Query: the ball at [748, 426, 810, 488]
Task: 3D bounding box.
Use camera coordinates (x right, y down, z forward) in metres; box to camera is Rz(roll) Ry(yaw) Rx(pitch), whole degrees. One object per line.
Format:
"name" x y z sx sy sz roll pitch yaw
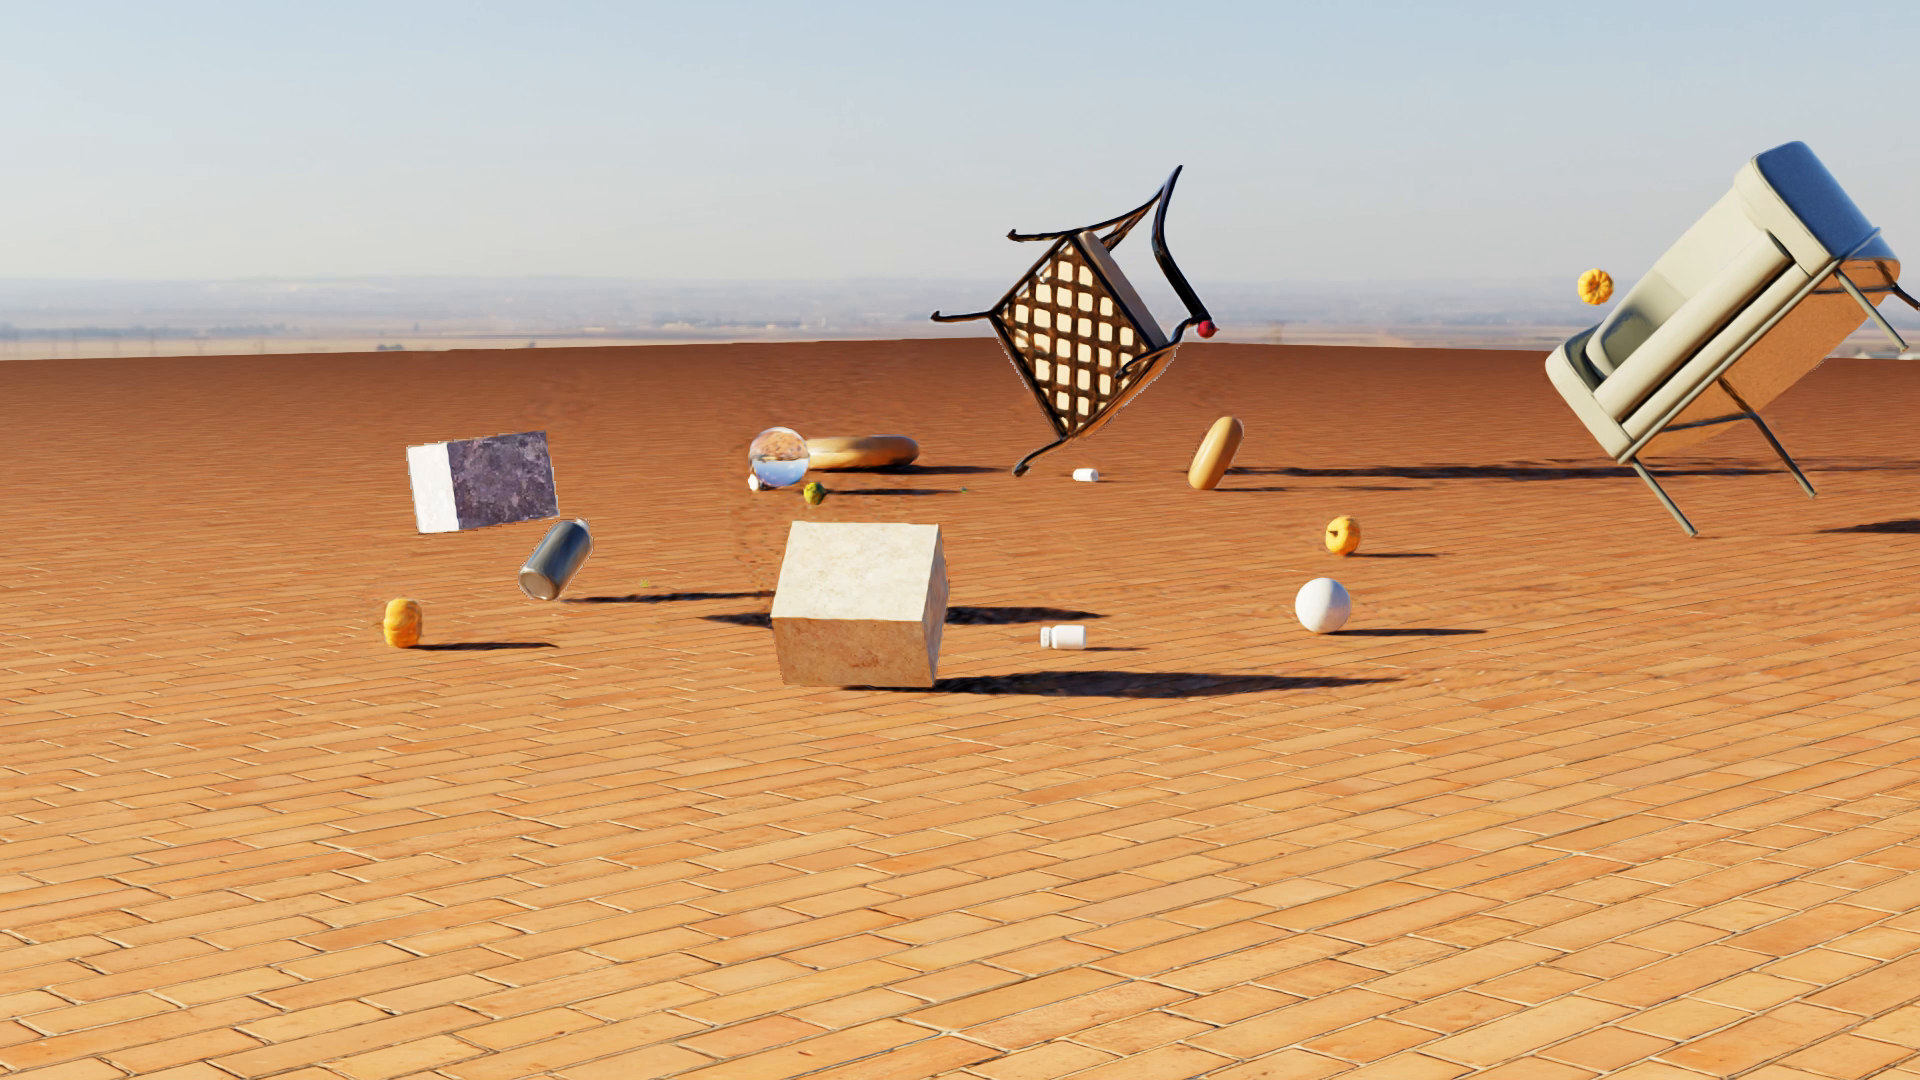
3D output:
"ball" -0.550 -0.250 7.791 0.186 0.186 0.186 0 6 0

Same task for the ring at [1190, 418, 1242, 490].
"ring" 0.785 -0.264 7.888 0.088 0.249 0.161 27 7 -4

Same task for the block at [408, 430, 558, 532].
"block" -0.906 -0.111 4.865 0.200 0.162 0.193 -10 5 -33

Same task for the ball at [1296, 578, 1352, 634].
"ball" 0.670 0.121 4.731 0.103 0.103 0.103 0 6 0

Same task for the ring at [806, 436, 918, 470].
"ring" -0.352 -0.296 8.706 0.441 0.105 0.373 -2 1 23

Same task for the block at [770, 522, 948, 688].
"block" -0.156 0.102 4.096 0.238 0.159 0.206 1 47 9
